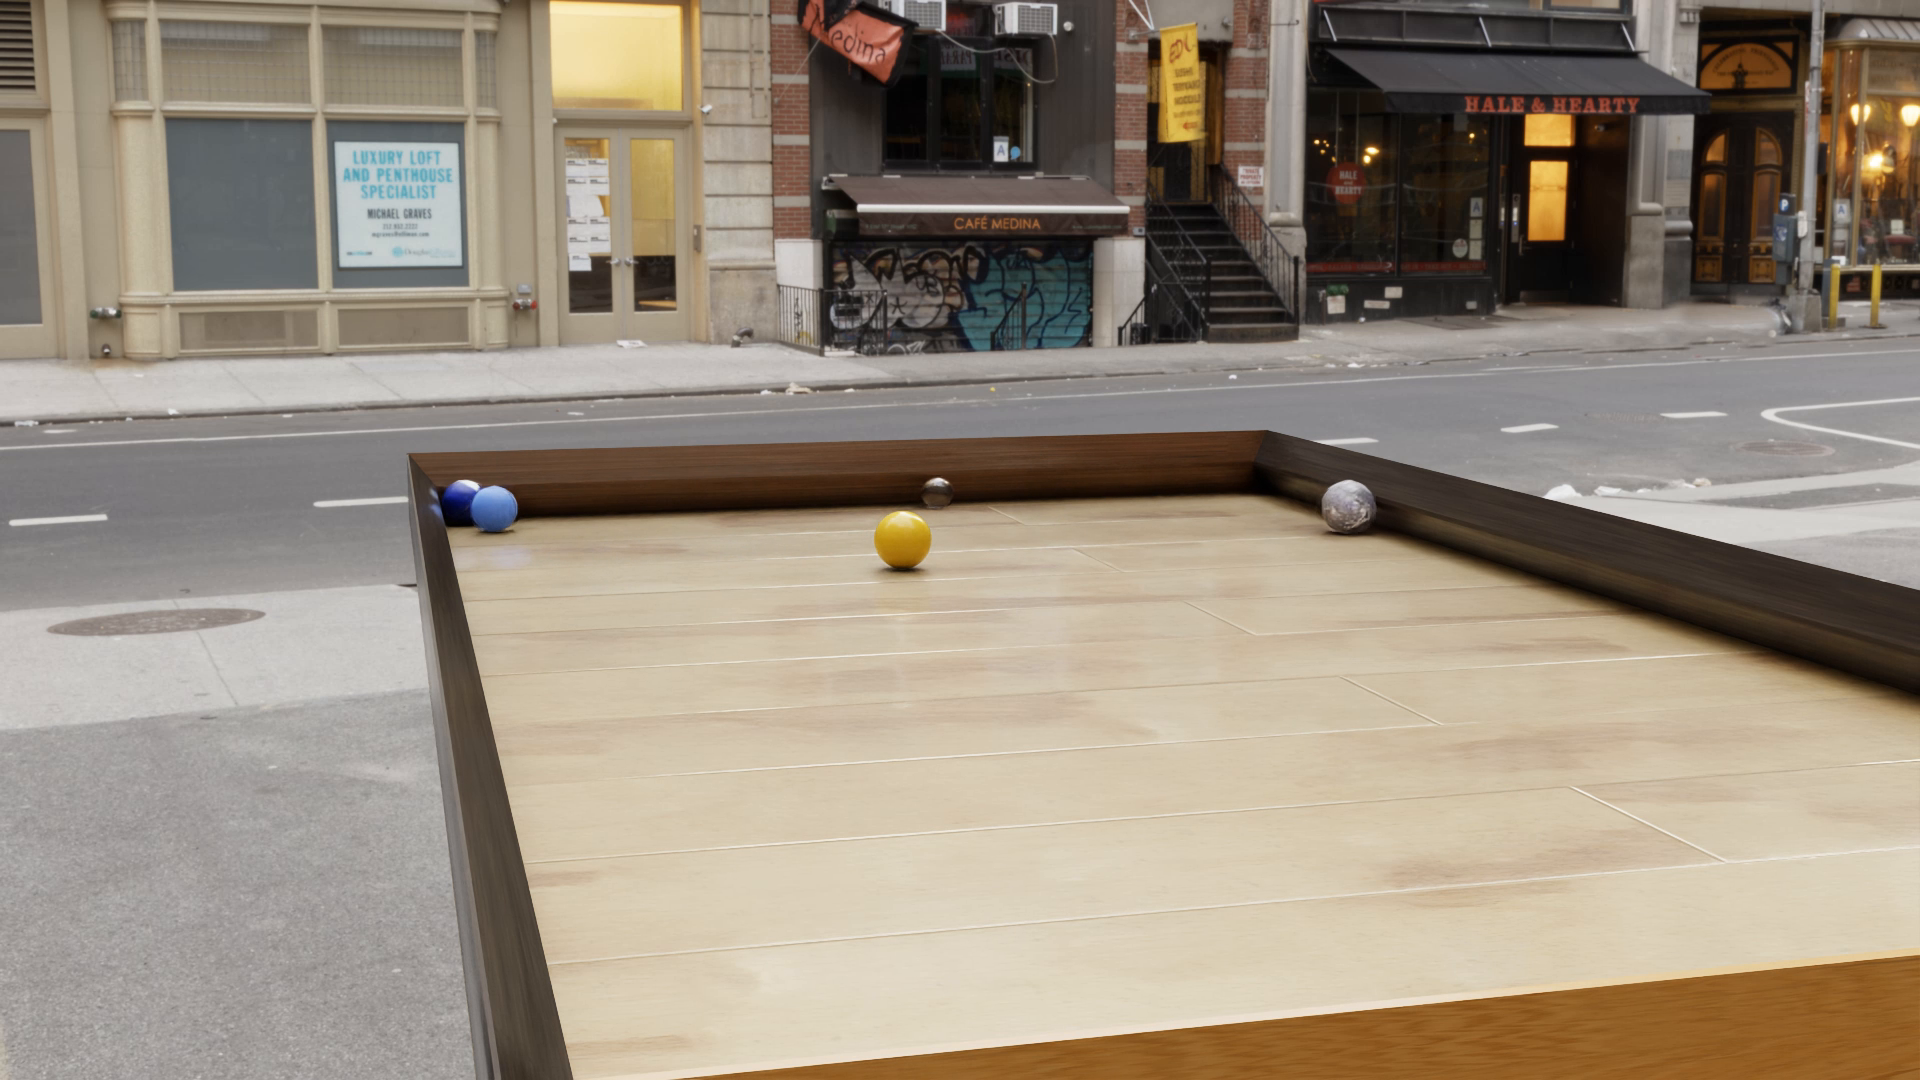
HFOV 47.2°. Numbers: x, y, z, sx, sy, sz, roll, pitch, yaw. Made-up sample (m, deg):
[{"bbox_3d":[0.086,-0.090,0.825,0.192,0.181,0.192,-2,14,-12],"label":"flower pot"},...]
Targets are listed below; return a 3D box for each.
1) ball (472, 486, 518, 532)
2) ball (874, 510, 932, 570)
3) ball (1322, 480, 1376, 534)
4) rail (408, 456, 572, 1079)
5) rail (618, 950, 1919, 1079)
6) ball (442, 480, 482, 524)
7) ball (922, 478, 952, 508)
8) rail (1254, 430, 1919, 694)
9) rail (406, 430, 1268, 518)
[{"bbox_3d":[-0.765,-0.051,3.615,0.075,0.075,0.075,0,9,0],"label":"ball"},{"bbox_3d":[-0.084,0.000,3.239,0.086,0.086,0.086,0,9,0],"label":"ball"},{"bbox_3d":[0.635,-0.055,3.598,0.087,0.087,0.087,0,9,0],"label":"ball"},{"bbox_3d":[-0.556,0.111,2.400,0.045,0.113,2.831,-2,9,-15],"label":"rail"},{"bbox_3d":[0.537,0.282,1.262,1.572,0.113,0.045,-2,9,-15],"label":"rail"},{"bbox_3d":[-0.834,-0.063,3.697,0.075,0.075,0.075,0,9,0],"label":"ball"},{"bbox_3d":[-0.041,-0.084,3.904,0.054,0.054,0.054,0,9,0],"label":"ball"},{"bbox_3d":[0.918,0.053,2.786,0.045,0.113,2.831,-2,9,-15],"label":"rail"},{"bbox_3d":[-0.175,-0.117,3.924,1.572,0.113,0.045,-2,9,-15],"label":"rail"}]
